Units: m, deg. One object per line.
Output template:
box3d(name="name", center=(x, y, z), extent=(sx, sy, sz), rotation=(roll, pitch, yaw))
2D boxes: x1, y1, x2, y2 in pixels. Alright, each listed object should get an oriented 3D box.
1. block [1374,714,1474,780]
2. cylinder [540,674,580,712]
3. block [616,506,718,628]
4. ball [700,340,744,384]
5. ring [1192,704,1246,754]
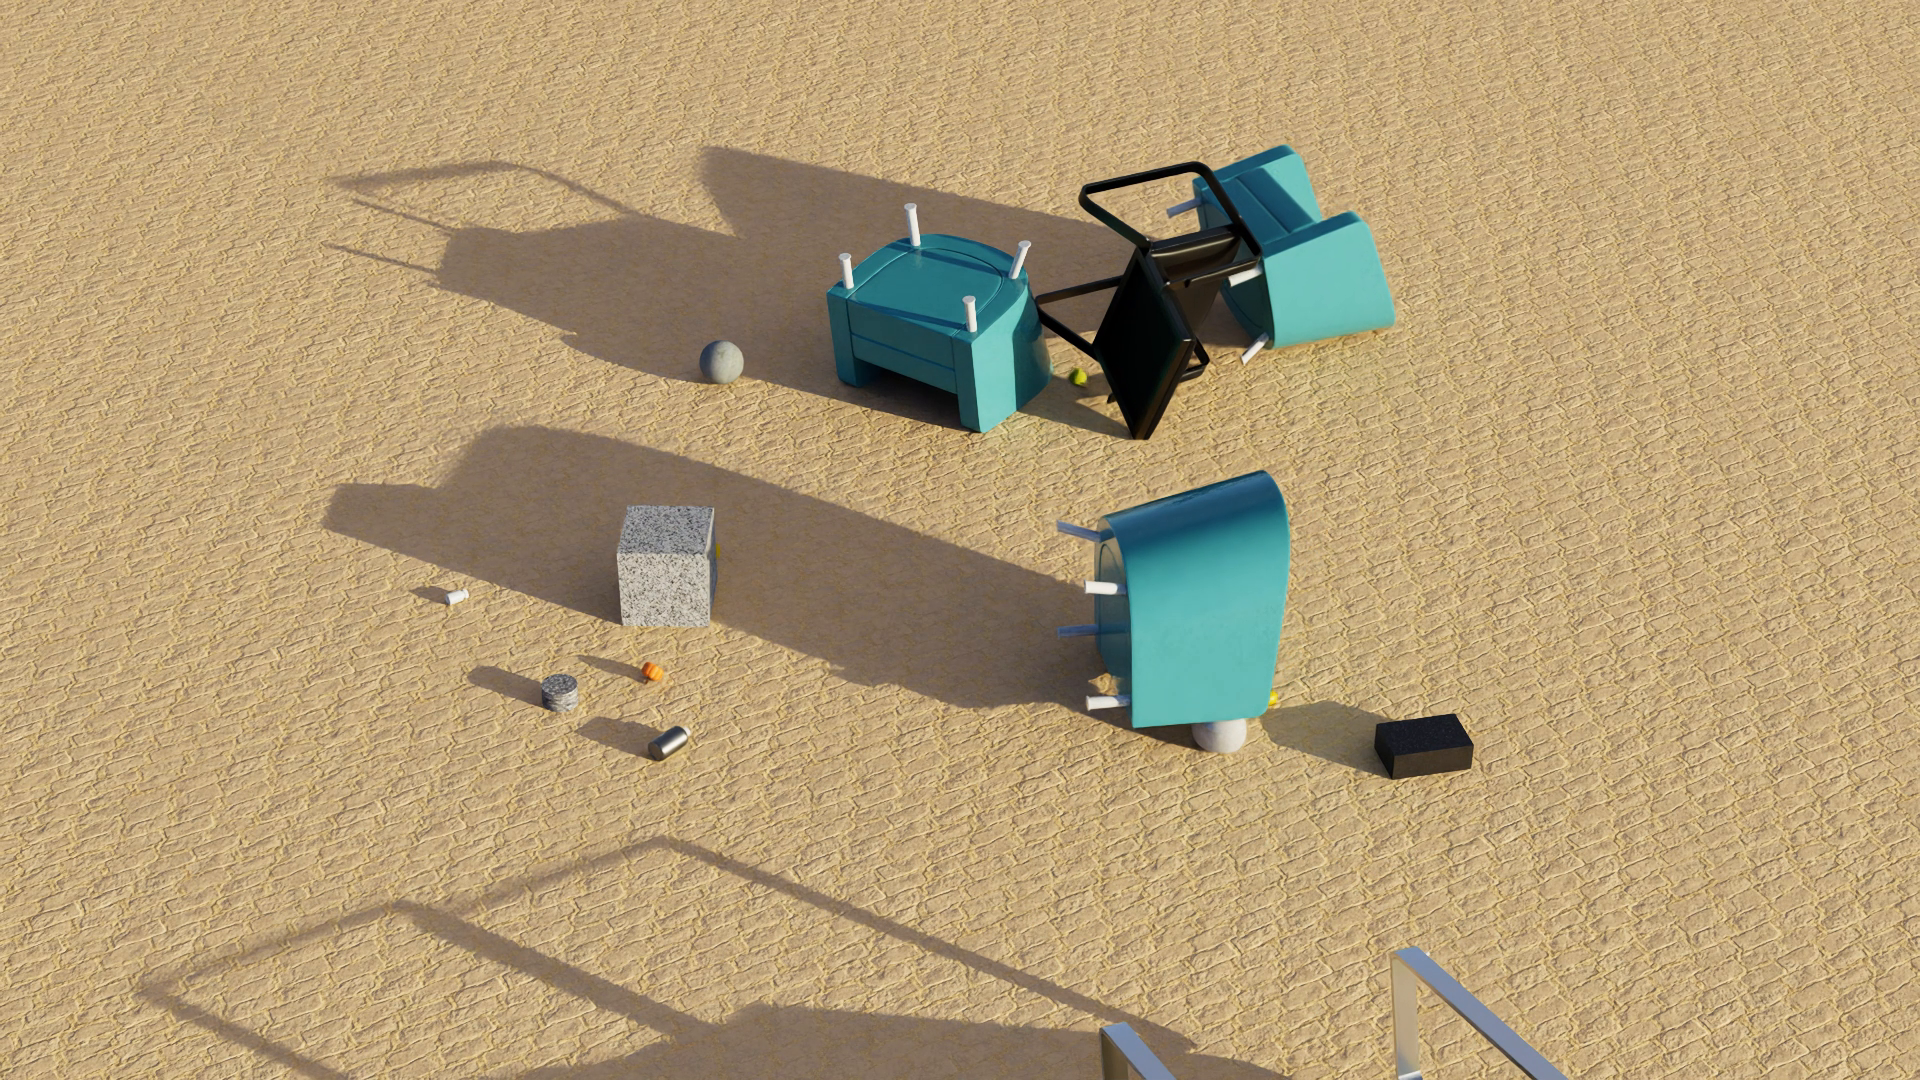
box3d(name="block", center=(1.551, 0.690, 9.806), extent=(0.278, 0.100, 0.181), rotation=(-7, 34, -10))
box3d(name="cylinder", center=(-1.375, 0.526, 10.079), extent=(0.126, 0.074, 0.122), rotation=(14, 36, 20))
box3d(name="block", center=(-1.047, 0.093, 10.521), extent=(0.310, 0.311, 0.314), rotation=(1, 33, 1))
box3d(name="ball", center=(-0.965, -0.719, 11.872), extent=(0.180, 0.180, 0.180), rotation=(0, 33, 0))
box3d(name="ring", center=(0.872, 0.634, 9.866), extent=(0.190, 0.128, 0.155), rotation=(16, 29, 24))
